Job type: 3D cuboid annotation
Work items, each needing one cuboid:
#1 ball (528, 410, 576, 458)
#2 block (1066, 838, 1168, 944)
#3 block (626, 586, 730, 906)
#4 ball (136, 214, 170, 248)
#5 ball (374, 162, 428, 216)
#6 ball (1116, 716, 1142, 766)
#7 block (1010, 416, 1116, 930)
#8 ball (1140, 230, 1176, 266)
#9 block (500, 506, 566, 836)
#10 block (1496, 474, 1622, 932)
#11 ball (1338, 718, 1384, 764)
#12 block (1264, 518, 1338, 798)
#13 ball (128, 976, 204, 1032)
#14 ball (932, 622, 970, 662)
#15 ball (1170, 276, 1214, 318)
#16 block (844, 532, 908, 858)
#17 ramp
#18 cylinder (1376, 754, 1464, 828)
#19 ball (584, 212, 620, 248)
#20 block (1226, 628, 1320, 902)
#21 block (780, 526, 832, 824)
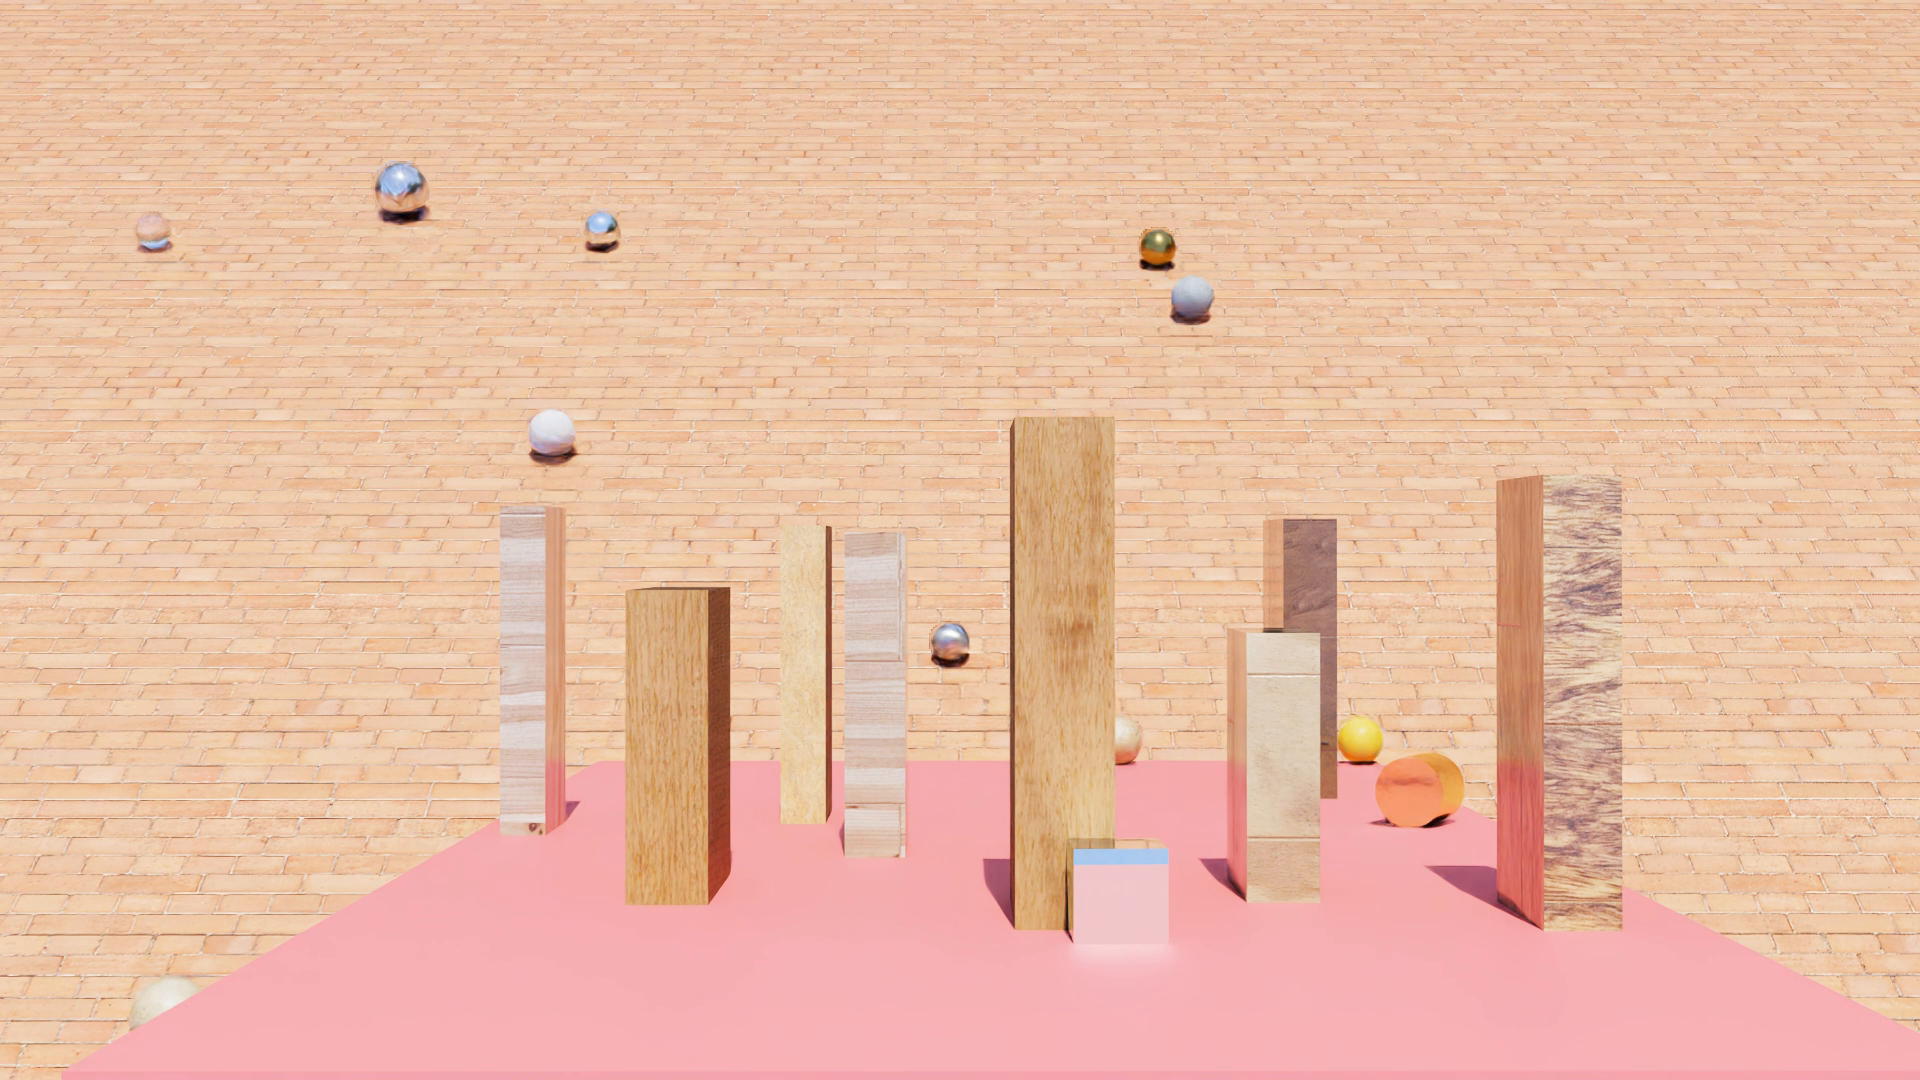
[{"bbox_3d":[-1.296,-0.339,8.224,0.152,0.152,0.152,0,31,0],"label":"ball"},{"bbox_3d":[0.219,0.489,3.613,0.130,0.130,0.130,0,0,-2],"label":"block"},{"bbox_3d":[-0.446,0.317,4.134,0.126,0.480,0.386,0,0,0],"label":"block"},{"bbox_3d":[-2.992,-1.144,9.601,0.127,0.127,0.127,0,31,0],"label":"ball"},{"bbox_3d":[-2.122,-1.331,9.839,0.204,0.204,0.204,0,31,0],"label":"ball"},{"bbox_3d":[0.400,0.506,6.544,0.124,0.124,0.124,0,31,0],"label":"ball"},{"bbox_3d":[0.149,0.190,3.858,0.142,0.730,0.357,0,0,0],"label":"block"},{"bbox_3d":[0.724,-1.068,9.466,0.135,0.135,0.135,0,31,0],"label":"ball"},{"bbox_3d":[-0.831,0.249,5.043,0.087,0.626,0.253,0,0,0],"label":"block"},{"bbox_3d":[0.883,0.231,3.830,0.111,0.647,0.320,0,0,0],"label":"block"},{"bbox_3d":[1.018,0.510,6.582,0.117,0.117,0.117,0,31,0],"label":"ball"},{"bbox_3d":[0.764,0.259,5.831,0.117,0.611,0.374,0,0,0],"label":"block"},{"bbox_3d":[-1.770,1.075,5.817,0.185,0.185,0.185,0,31,0],"label":"ball"},{"bbox_3d":[-0.026,0.284,7.221,0.108,0.108,0.108,0,31,0],"label":"ball"},{"bbox_3d":[0.815,-0.853,9.089,0.150,0.150,0.150,0,31,0],"label":"ball"},{"bbox_3d":[-0.150,0.273,4.691,0.107,0.573,0.270,0,0,0],"label":"block"},{"bbox_3d":[0.069,0.610,4.679,2.000,0.100,4.000,0,0,0],"label":"ramp"},{"bbox_3d":[0.908,0.492,5.107,0.138,0.138,0.138,18,8,28],"label":"cylinder"},{"bbox_3d":[-1.330,-1.152,9.607,0.134,0.134,0.134,0,31,0],"label":"ball"},{"bbox_3d":[0.496,0.350,4.114,0.113,0.413,0.290,0,0,0],"label":"block"},{"bbox_3d":[-0.311,0.267,5.251,0.089,0.590,0.260,0,0,0],"label":"block"}]
